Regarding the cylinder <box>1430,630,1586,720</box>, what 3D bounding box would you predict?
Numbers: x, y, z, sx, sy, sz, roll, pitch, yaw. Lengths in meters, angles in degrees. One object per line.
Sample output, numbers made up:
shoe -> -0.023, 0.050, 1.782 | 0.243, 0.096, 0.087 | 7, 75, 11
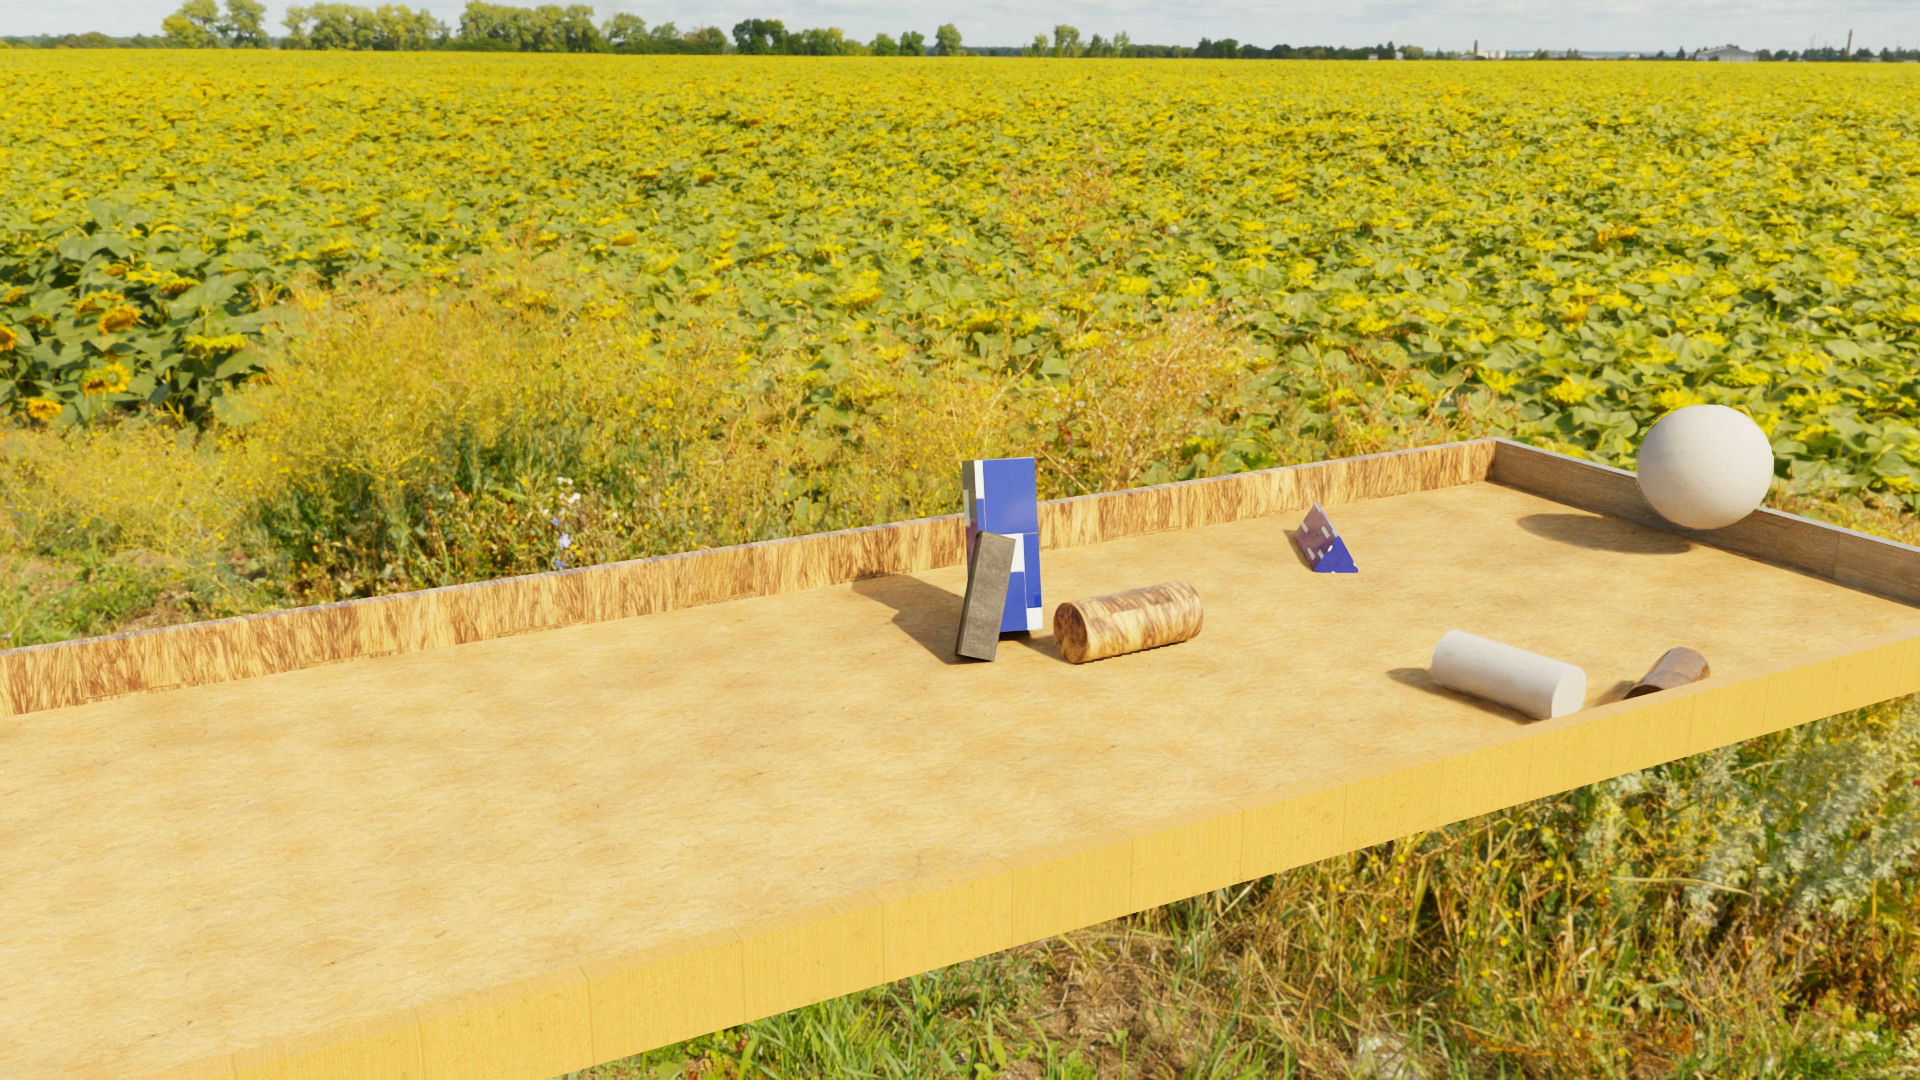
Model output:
cylinder -> 1.319, 0.330, 3.977 | 0.145, 0.145, 0.332 | -13, 21, -37

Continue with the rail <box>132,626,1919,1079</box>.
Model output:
rail -> -2.336, 1.006, 1.665 | 12.000, 0.150, 0.050 | -9, 18, -27

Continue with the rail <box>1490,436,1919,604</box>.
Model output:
rail -> 2.466, -0.048, 5.253 | 0.050, 0.150, 2.100 | -9, 18, -27

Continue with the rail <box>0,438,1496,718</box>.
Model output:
rail -> -3.305, 0.497, 3.399 | 12.000, 0.150, 0.050 | -9, 18, -27

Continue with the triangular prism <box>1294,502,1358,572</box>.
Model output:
triangular prism -> 1.151, -0.013, 5.186 | 0.132, 0.114, 0.395 | 0, 16, 2

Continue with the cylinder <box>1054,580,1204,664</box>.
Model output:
cylinder -> 0.445, 0.213, 4.347 | 0.371, 0.160, 0.160 | -9, 19, -29

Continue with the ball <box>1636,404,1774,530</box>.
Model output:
ball -> 2.314, -0.229, 5.128 | 0.390, 0.390, 0.390 | 0, 16, 0

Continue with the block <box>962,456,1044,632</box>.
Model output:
block -> 0.113, 0.010, 4.458 | 0.164, 0.460, 0.164 | -4, 3, -12

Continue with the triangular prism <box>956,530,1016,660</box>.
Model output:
triangular prism -> 0.044, 0.143, 4.302 | 0.116, 0.323, 0.100 | 14, -6, -34

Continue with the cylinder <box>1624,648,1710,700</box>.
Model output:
cylinder -> 1.681, 0.358, 3.919 | 0.124, 0.124, 0.314 | 12, 20, 34
